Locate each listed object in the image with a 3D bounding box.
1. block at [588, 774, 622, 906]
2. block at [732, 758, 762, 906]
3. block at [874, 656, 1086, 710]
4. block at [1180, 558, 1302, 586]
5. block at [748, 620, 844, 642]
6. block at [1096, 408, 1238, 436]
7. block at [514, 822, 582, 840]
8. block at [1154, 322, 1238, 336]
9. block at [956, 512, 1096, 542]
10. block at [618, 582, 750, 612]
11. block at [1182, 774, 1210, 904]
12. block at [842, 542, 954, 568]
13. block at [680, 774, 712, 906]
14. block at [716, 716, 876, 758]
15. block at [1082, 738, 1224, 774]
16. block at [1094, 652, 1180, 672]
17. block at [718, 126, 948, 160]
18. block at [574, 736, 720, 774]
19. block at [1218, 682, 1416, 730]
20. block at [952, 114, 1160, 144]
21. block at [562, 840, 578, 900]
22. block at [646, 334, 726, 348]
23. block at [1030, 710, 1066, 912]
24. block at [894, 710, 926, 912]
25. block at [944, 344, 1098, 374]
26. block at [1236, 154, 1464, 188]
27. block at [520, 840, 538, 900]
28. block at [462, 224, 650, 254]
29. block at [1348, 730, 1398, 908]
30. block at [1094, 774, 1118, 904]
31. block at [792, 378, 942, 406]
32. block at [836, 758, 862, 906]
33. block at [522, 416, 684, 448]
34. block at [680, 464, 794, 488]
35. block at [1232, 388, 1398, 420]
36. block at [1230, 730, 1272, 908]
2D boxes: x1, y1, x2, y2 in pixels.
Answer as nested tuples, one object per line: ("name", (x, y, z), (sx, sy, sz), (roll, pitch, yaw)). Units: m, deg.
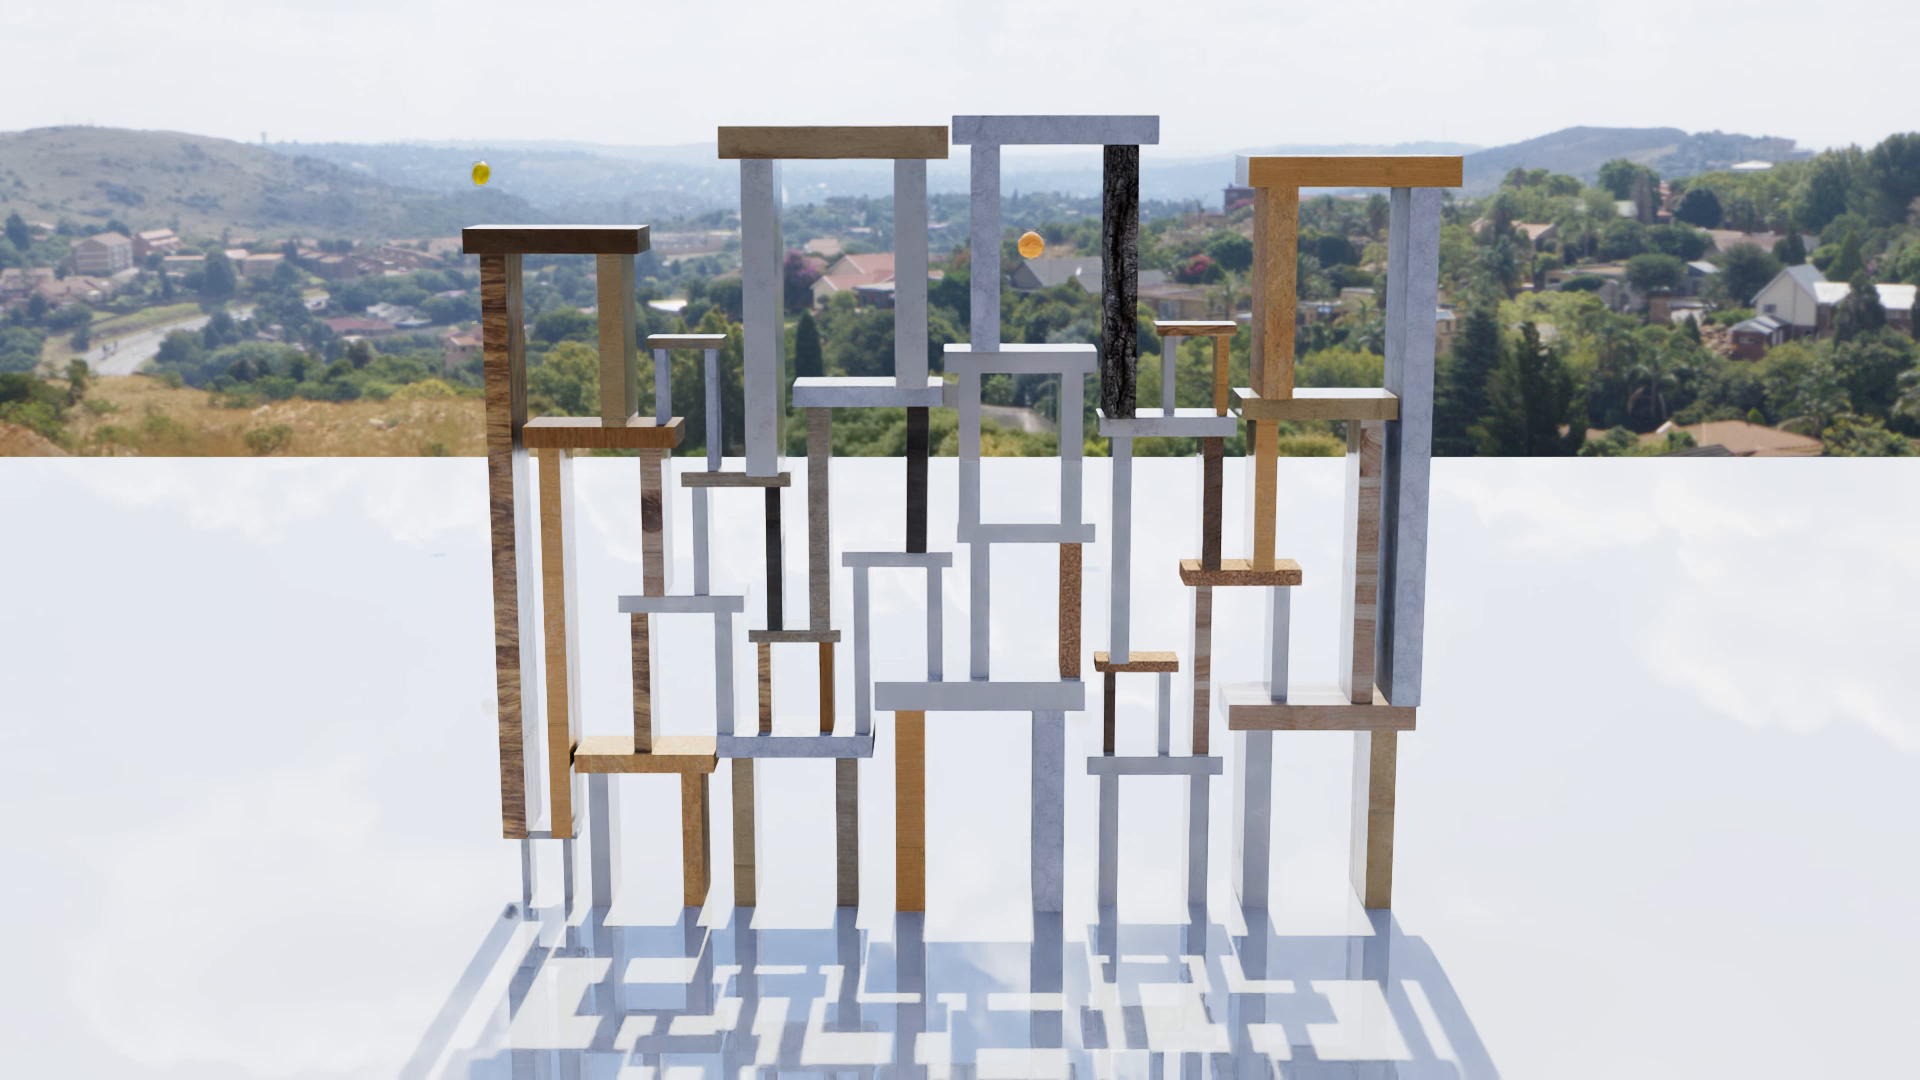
("block", (-0.588, 0.480, 3.645), (0.032, 0.226, 0.113), (0, 11, 0))
("block", (-0.352, 0.466, 3.646), (0.036, 0.253, 0.126), (0, 11, 0))
("block", (0.032, 0.235, 3.602), (0.338, 0.048, 0.169), (0, 11, 0))
("block", (0.455, 0.052, 3.574), (0.188, 0.027, 0.094), (0, 11, 0))
("block", (-0.267, 0.148, 3.590), (0.149, 0.021, 0.075), (0, 11, 0))
("block", (0.330, -0.189, 3.529), (0.217, 0.031, 0.108), (0, 11, 0))
("block", (-0.682, 0.481, 3.648), (0.103, 0.015, 0.052), (0, 11, 0))
("block", (0.374, -0.336, 3.499), (0.126, 0.018, 0.063), (0, 11, 0))
("block", (0.105, -0.021, 3.554), (0.220, 0.031, 0.110), (0, 11, 0))
("block", (-0.448, 0.094, 3.578), (0.202, 0.029, 0.101), (0, 11, 0))
("block", (0.390, 0.481, 3.651), (0.031, 0.221, 0.111), (0, 11, 0))
("block", (-0.100, 0.023, 3.563), (0.178, 0.025, 0.089), (0, 11, 0))
("block", (-0.437, 0.480, 3.645), (0.032, 0.226, 0.113), (0, 11, 0))
("block", (-0.268, 0.324, 3.620), (0.253, 0.036, 0.126), (0, 11, 0))
("block", (0.317, 0.357, 3.628), (0.221, 0.031, 0.111), (0, 11, 0))
("block", (0.288, 0.199, 3.601), (0.134, 0.019, 0.067), (0, 11, 0))
("block", (-0.194, -0.623, 3.440), (0.352, 0.050, 0.176), (0, 11, 0))
("block", (-0.512, 0.353, 3.621), (0.226, 0.032, 0.113), (0, 11, 0))
("block", (0.583, 0.272, 3.612), (0.301, 0.043, 0.151), (0, 11, 0))
("block", (0.146, -0.642, 3.445), (0.319, 0.045, 0.159), (0, 11, 0))
("block", (-0.648, 0.539, 3.658), (0.015, 0.104, 0.052), (0, 11, 0))
("block", (-0.434, -0.315, 3.498), (0.120, 0.017, 0.060), (0, 11, 1))
("block", (0.145, 0.424, 3.637), (0.048, 0.338, 0.169), (0, 11, 0))
("block", (-0.080, 0.424, 3.637), (0.048, 0.338, 0.169), (0, 11, 0))
("block", (0.095, -0.290, 3.508), (0.240, 0.034, 0.120), (0, 11, 0))
("block", (0.606, -0.580, 3.448), (0.328, 0.046, 0.164), (0, 11, 0))
("block", (-0.717, 0.539, 3.658), (0.015, 0.104, 0.052), (0, 11, 0))
("block", (-0.634, -0.475, 3.469), (0.271, 0.038, 0.135), (0, 11, 0))
("block", (0.684, 0.441, 3.644), (0.043, 0.302, 0.151), (0, 10, 0))
("block", (0.243, 0.481, 3.651), (0.031, 0.221, 0.111), (0, 11, 0))
("block", (-0.146, -0.237, 3.518), (0.235, 0.033, 0.117), (0, 11, 0))
("block", (-0.184, 0.466, 3.646), (0.036, 0.253, 0.126), (0, 11, 0))
("block", (-0.569, -0.172, 3.523), (0.240, 0.034, 0.120), (0, 11, 0))
("block", (-0.357, -0.104, 3.540), (0.175, 0.025, 0.087), (0, 11, 0))
("block", (0.566, -0.218, 3.517), (0.246, 0.035, 0.123), (0, 11, 0))
("block", (0.483, 0.441, 3.644), (0.043, 0.301, 0.151), (0, 11, 0))
